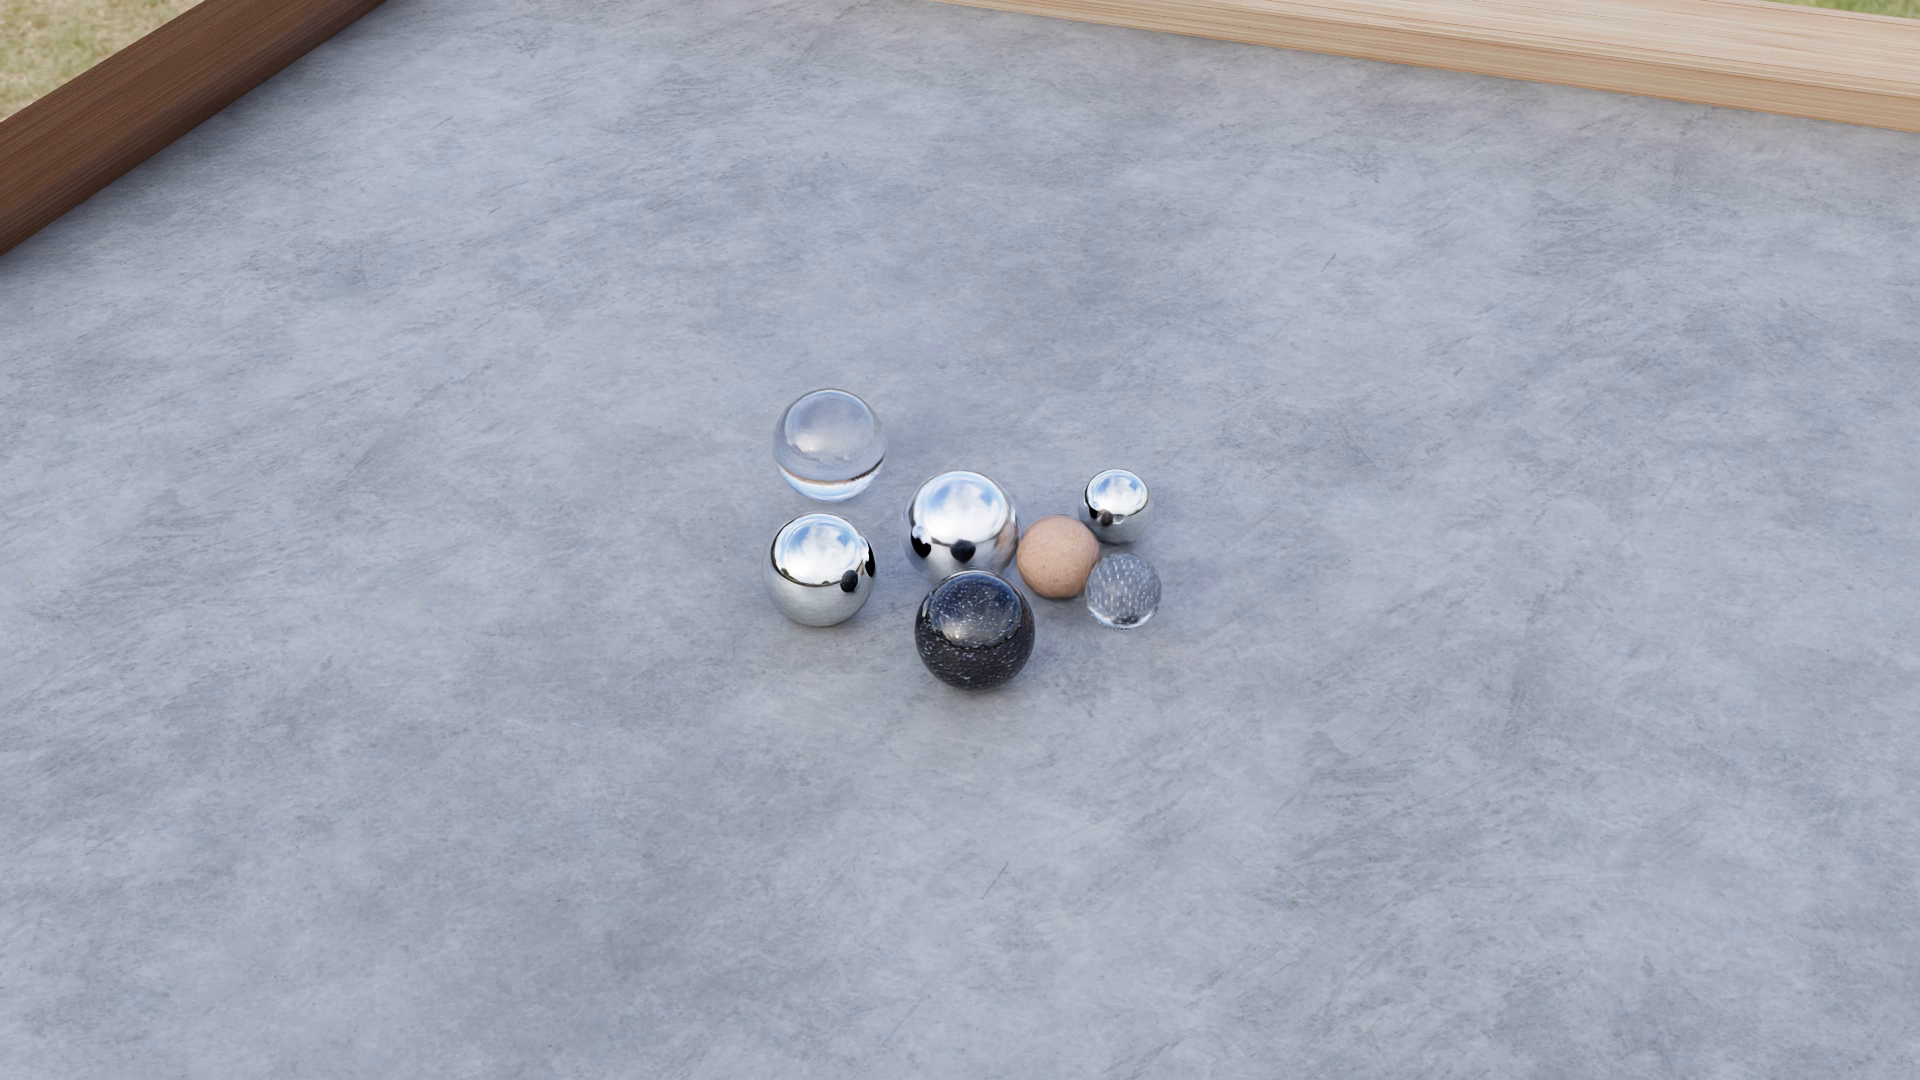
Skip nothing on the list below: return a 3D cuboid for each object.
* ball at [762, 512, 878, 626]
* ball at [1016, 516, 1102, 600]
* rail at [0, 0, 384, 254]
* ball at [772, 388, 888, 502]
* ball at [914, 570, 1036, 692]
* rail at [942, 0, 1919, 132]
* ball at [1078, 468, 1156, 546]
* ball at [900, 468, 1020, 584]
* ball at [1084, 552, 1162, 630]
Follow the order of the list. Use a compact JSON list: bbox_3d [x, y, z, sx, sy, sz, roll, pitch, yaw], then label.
[{"bbox_3d":[-0.110,0.023,2.004,0.090,0.090,0.090,0,33,0],"label":"ball"},{"bbox_3d":[0.078,0.014,2.039,0.067,0.067,0.067,0,33,0],"label":"ball"},{"bbox_3d":[-1.015,-0.219,2.344,0.045,0.125,2.396,11,34,17],"label":"rail"},{"bbox_3d":[-0.110,-0.080,2.157,0.097,0.097,0.097,0,33,0],"label":"ball"},{"bbox_3d":[0.011,0.069,1.932,0.092,0.092,0.092,0,33,0],"label":"ball"},{"bbox_3d":[1.439,-0.411,2.643,4.416,0.125,0.045,11,34,17],"label":"rail"},{"bbox_3d":[0.128,-0.027,2.106,0.064,0.064,0.064,0,33,0],"label":"ball"},{"bbox_3d":[0.000,-0.008,2.047,0.096,0.096,0.096,0,33,0],"label":"ball"},{"bbox_3d":[0.128,0.040,2.005,0.060,0.060,0.060,0,33,0],"label":"ball"}]
